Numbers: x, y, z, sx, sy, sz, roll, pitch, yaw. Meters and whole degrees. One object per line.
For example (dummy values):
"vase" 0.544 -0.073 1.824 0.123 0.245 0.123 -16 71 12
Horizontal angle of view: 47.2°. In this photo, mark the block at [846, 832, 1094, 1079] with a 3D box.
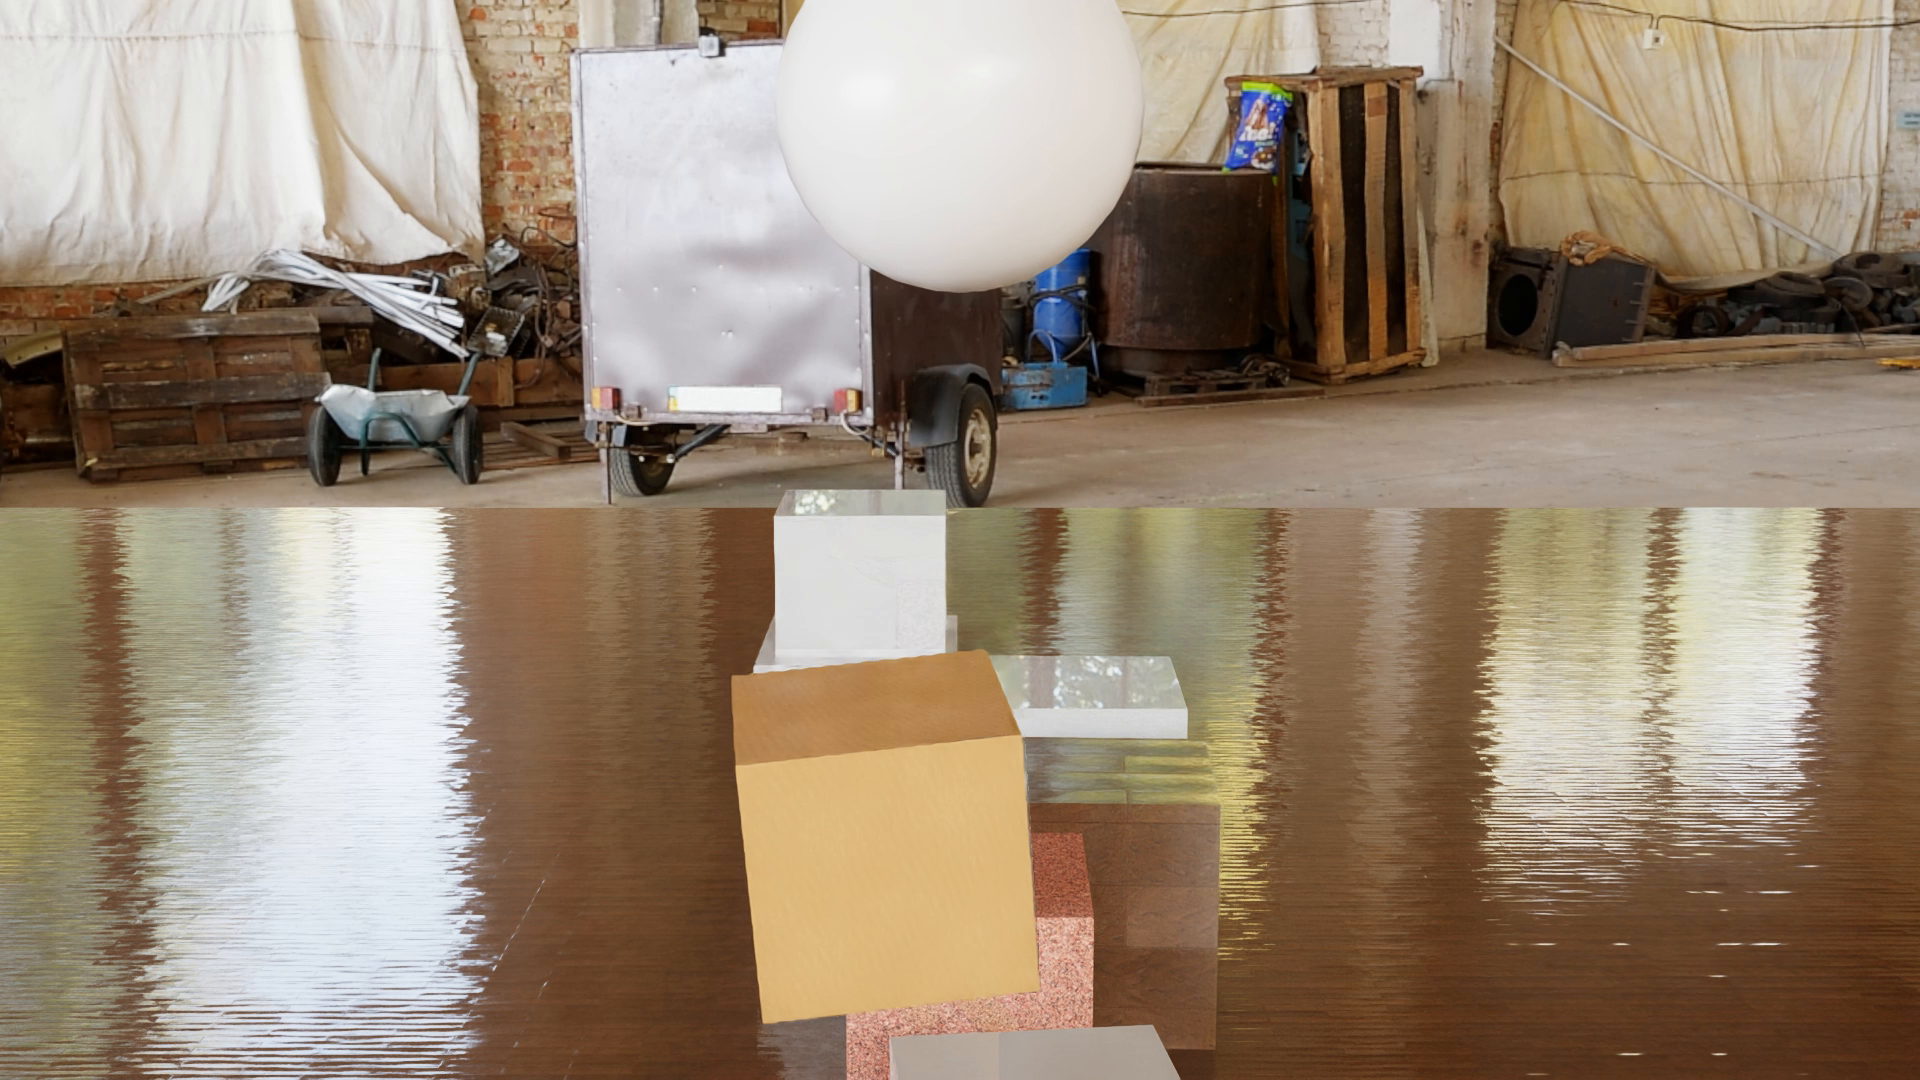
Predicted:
"block" 0.038 1.642 8.079 0.853 0.879 0.939 0 10 1

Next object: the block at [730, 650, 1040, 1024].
"block" -0.236 0.844 6.450 0.784 0.773 0.765 -6 16 -5

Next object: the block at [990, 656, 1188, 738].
"block" 0.507 1.164 10.255 1.002 1.040 1.002 0 10 1

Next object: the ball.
"ball" 0.000 -1.876 9.515 1.600 1.600 1.600 0 10 0

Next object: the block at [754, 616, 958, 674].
"block" -0.506 0.993 11.359 0.994 0.981 1.145 0 10 0

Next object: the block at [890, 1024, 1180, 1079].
"block" 0.243 1.983 6.597 0.838 0.737 0.824 -1 10 -6

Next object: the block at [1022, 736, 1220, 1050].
"block" 0.541 1.416 9.000 0.960 0.994 0.950 0 10 3

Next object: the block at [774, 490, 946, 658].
"block" -0.491 0.159 11.215 0.838 0.711 0.820 0 10 0
